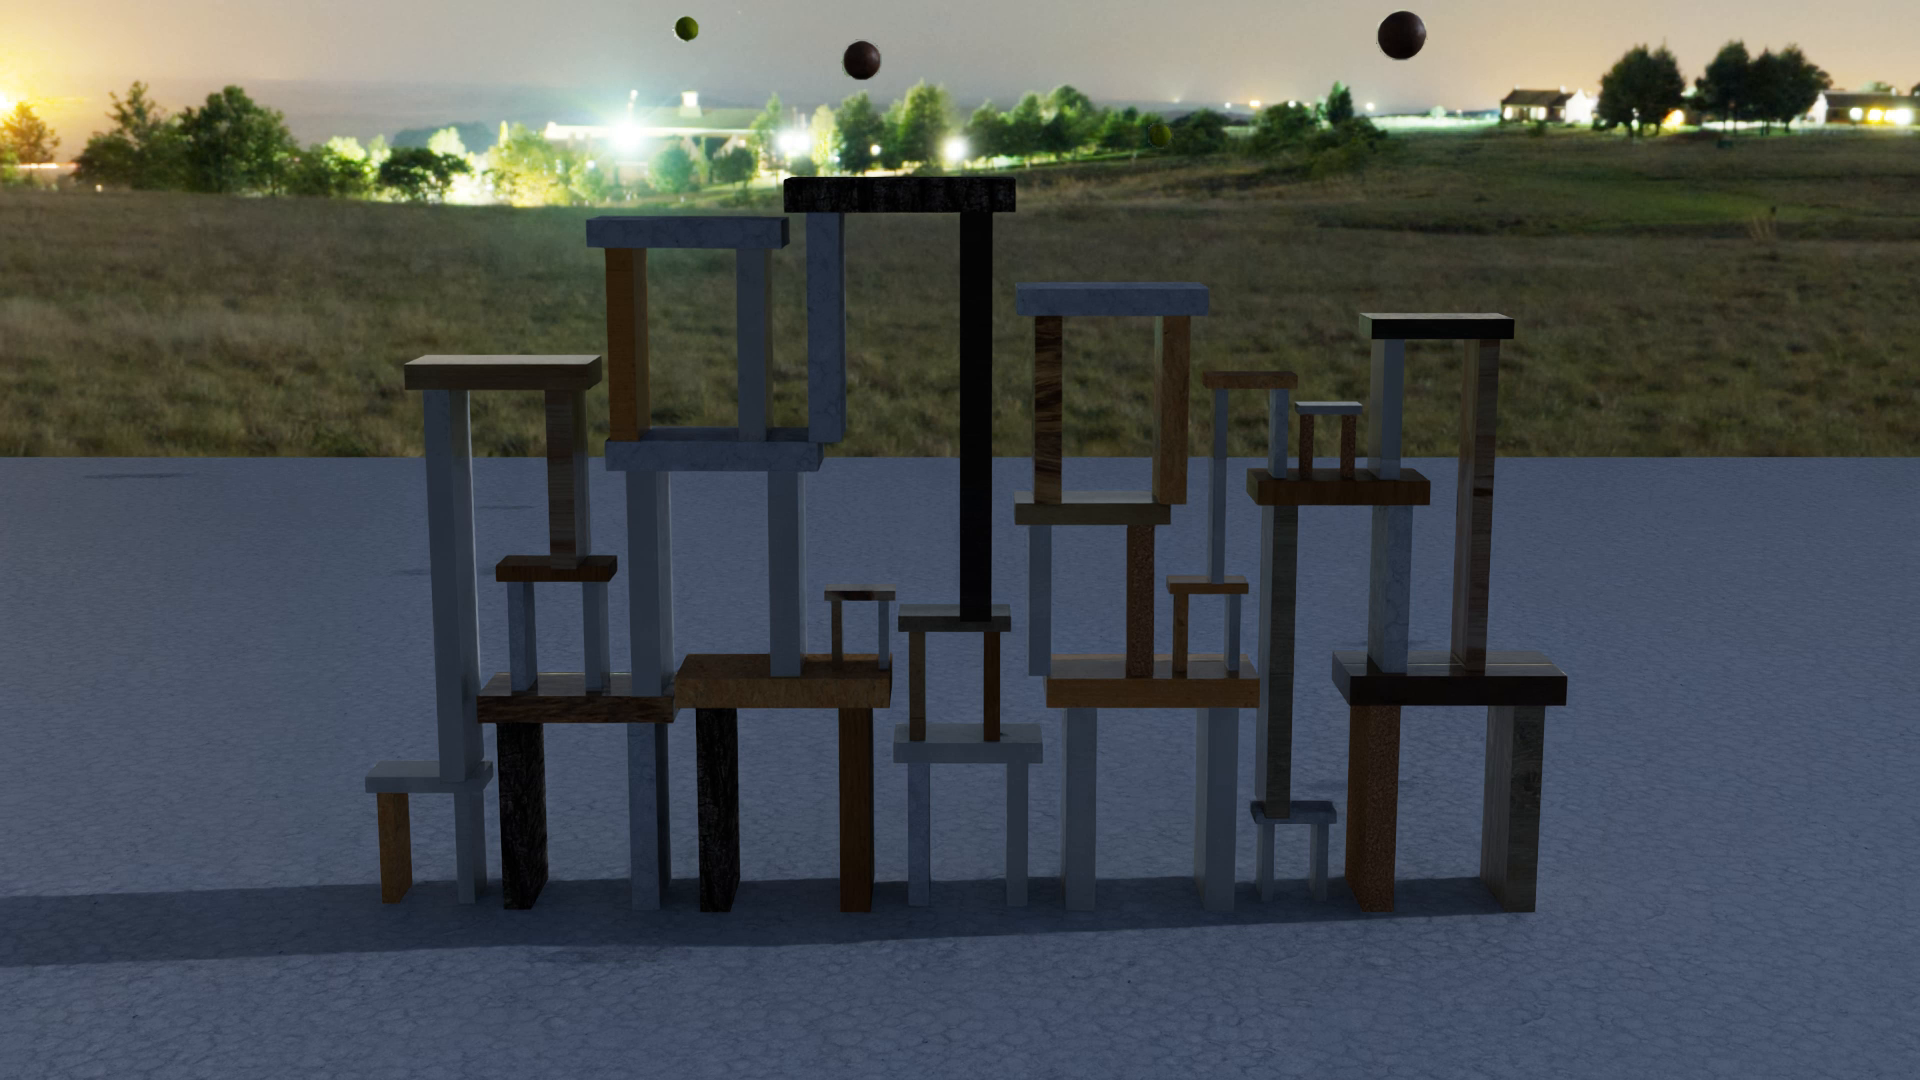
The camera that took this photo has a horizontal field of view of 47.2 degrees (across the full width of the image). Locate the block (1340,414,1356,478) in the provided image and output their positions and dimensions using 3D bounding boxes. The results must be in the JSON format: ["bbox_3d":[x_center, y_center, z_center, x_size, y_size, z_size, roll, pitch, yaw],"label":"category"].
[{"bbox_3d":[0.623,-0.155,3.531,0.014,0.101,0.050,0,11,0],"label":"block"}]

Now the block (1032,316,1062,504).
[{"bbox_3d":[0.138,-0.216,3.518,0.042,0.297,0.148,0,11,0],"label":"block"}]

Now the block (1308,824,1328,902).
[{"bbox_3d":[0.596,0.525,3.654,0.019,0.133,0.067,0,11,0],"label":"block"}]

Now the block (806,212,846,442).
[{"bbox_3d":[-0.211,-0.344,3.498,0.050,0.356,0.178,0,11,0],"label":"block"}]

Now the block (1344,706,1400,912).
[{"bbox_3d":[0.681,0.420,3.636,0.049,0.347,0.173,0,11,0],"label":"block"}]

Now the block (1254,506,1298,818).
[{"bbox_3d":[0.516,0.187,3.595,0.039,0.516,0.136,0,11,0],"label":"block"}]

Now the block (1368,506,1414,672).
[{"bbox_3d":[0.698,0.067,3.573,0.039,0.273,0.136,0,11,0],"label":"block"}]

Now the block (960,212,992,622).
[{"bbox_3d":[0.025,-0.203,3.525,0.050,0.644,0.178,0,11,0],"label":"block"}]

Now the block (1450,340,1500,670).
[{"bbox_3d":[0.831,-0.062,3.552,0.032,0.535,0.112,0,11,0],"label":"block"}]

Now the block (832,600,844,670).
[{"bbox_3d":[-0.200,0.149,3.588,0.016,0.114,0.057,0,11,0],"label":"block"}]

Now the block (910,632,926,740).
[{"bbox_3d":[-0.069,0.229,3.602,0.026,0.182,0.091,0,11,0],"label":"block"}]

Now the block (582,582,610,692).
[{"bbox_3d":[-0.593,0.148,3.586,0.026,0.181,0.090,0,11,0],"label":"block"}]

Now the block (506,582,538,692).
[{"bbox_3d":[-0.714,0.148,3.586,0.026,0.181,0.090,0,11,0],"label":"block"}]

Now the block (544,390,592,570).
[{"bbox_3d":[-0.630,-0.107,3.538,0.041,0.286,0.143,0,11,0],"label":"block"}]

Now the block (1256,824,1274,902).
[{"bbox_3d":[0.507,0.525,3.654,0.019,0.133,0.067,0,11,0],"label":"block"}]

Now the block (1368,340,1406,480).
[{"bbox_3d":[0.682,-0.215,3.523,0.032,0.223,0.112,0,11,0],"label":"block"}]

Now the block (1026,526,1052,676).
[{"bbox_3d":[0.129,0.086,3.574,0.035,0.247,0.123,0,11,0],"label":"block"}]

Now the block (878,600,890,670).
[{"bbox_3d":[-0.123,0.149,3.588,0.016,0.114,0.057,0,11,0],"label":"block"}]

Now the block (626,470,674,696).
[{"bbox_3d":[-0.502,0.056,3.573,0.047,0.366,0.167,0,11,0],"label":"block"}]

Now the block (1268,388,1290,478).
[{"bbox_3d":[0.510,-0.175,3.526,0.020,0.143,0.072,0,11,0],"label":"block"}]

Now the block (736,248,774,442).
[{"bbox_3d":[-0.325,-0.316,3.495,0.043,0.301,0.150,0,11,0],"label":"block"}]

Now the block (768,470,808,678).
[{"bbox_3d":[-0.279,0.040,3.571,0.047,0.334,0.167,0,10,0],"label":"block"}]

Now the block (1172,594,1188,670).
[{"bbox_3d":[0.360,0.144,3.591,0.018,0.127,0.063,0,11,0],"label":"block"}]

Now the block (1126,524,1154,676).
[{"bbox_3d":[0.293,0.086,3.575,0.035,0.247,0.123,-1,10,0],"label":"block"}]

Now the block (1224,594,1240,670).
[{"bbox_3d":[0.444,0.144,3.591,0.018,0.127,0.063,0,11,0],"label":"block"}]

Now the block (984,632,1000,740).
[{"bbox_3d":[0.052,0.229,3.602,0.026,0.182,0.091,0,11,0],"label":"block"}]

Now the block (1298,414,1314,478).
[{"bbox_3d":[0.556,-0.155,3.531,0.014,0.101,0.050,0,11,0],"label":"block"}]

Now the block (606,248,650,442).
[{"bbox_3d":[-0.526,-0.317,3.493,0.043,0.301,0.150,0,11,0],"label":"block"}]

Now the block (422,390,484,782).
[{"bbox_3d":[-0.821,0.065,3.570,0.041,0.637,0.143,0,11,0],"label":"block"}]

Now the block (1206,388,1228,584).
[{"bbox_3d":[0.414,-0.090,3.542,0.020,0.316,0.072,0,11,0],"label":"block"}]

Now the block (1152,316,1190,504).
[{"bbox_3d":[0.337,-0.216,3.518,0.042,0.297,0.149,0,11,0],"label":"block"}]

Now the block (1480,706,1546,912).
[{"bbox_3d":[0.912,0.420,3.636,0.049,0.347,0.173,0,11,0],"label":"block"}]
